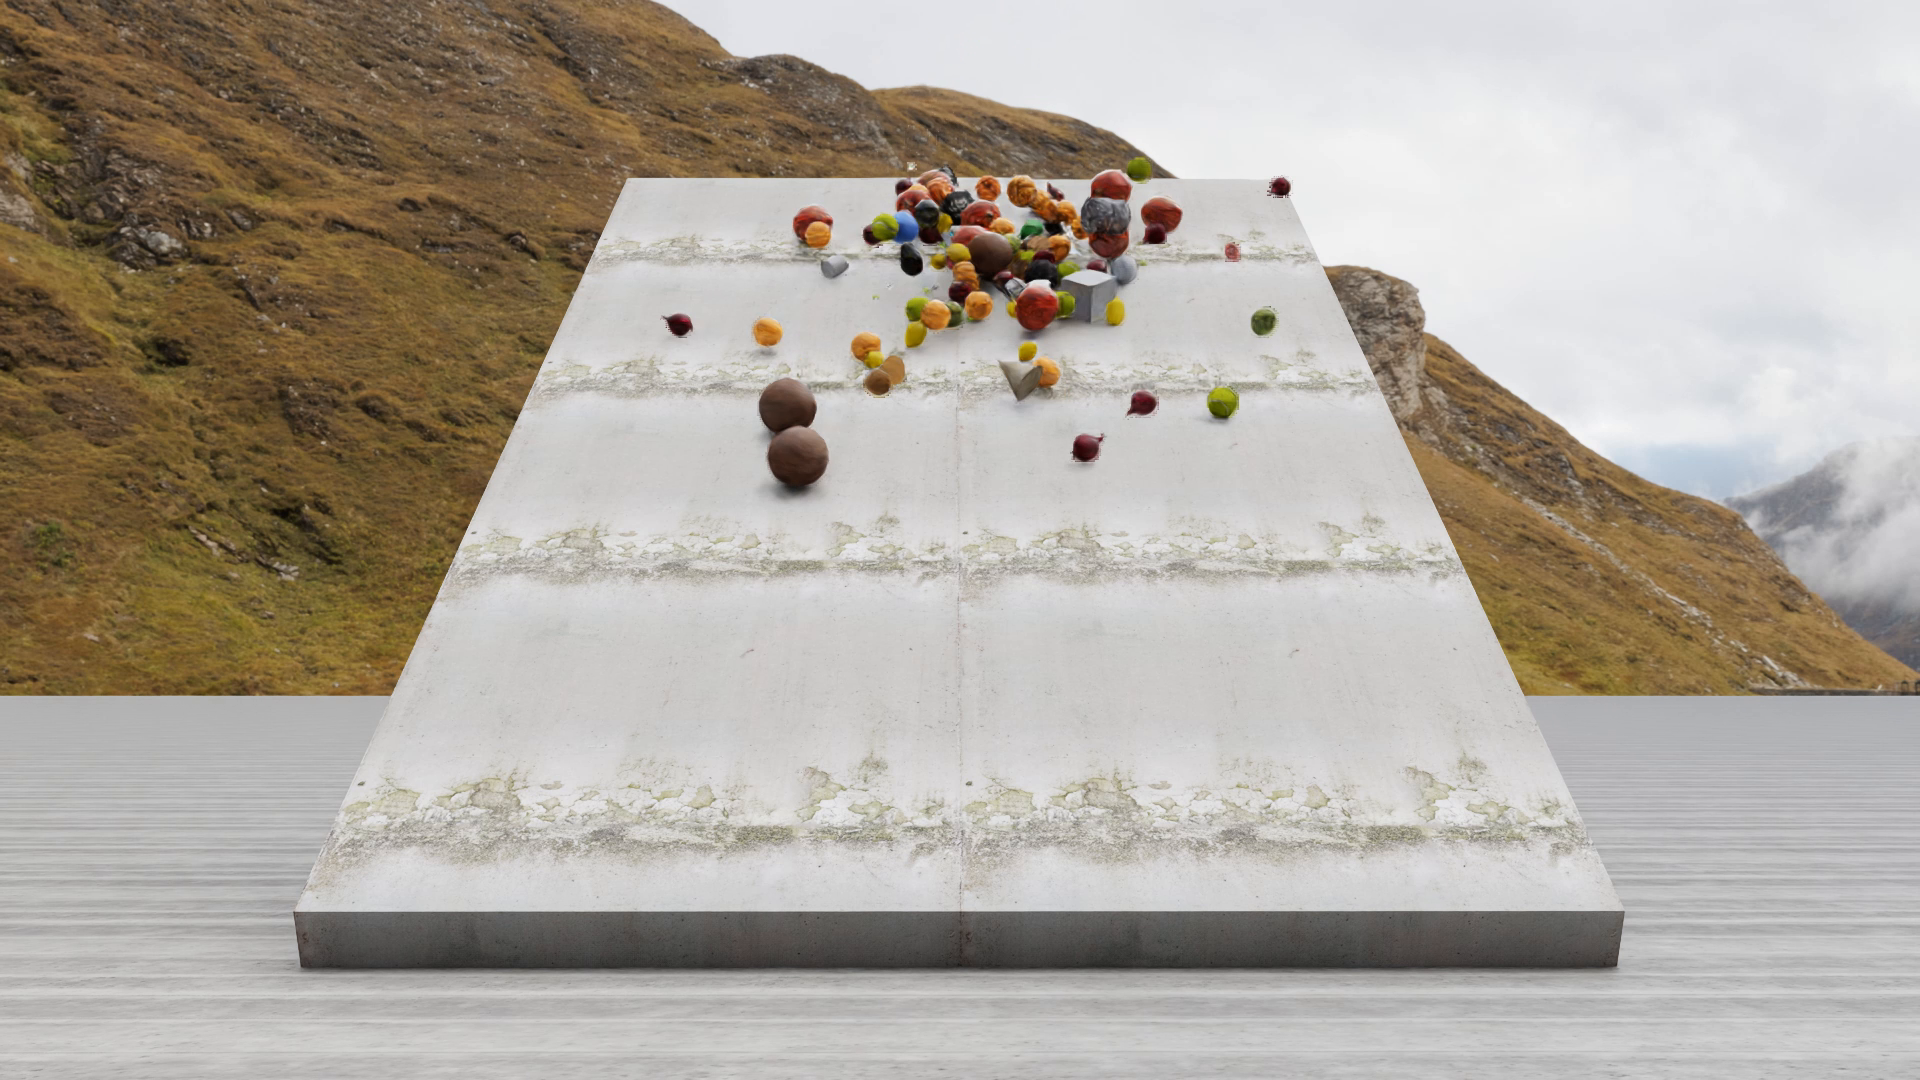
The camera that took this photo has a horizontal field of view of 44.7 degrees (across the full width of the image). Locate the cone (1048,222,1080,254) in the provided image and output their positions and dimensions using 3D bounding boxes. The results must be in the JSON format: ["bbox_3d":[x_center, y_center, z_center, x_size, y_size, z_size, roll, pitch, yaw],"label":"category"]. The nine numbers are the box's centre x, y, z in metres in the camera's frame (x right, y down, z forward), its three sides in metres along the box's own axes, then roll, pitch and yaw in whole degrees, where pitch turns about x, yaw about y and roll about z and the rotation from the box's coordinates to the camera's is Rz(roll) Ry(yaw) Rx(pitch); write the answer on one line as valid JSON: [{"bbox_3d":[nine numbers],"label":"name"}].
[{"bbox_3d":[0.296,-0.815,6.453,0.094,0.094,0.094,37,0,7],"label":"cone"}]

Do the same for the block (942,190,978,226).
[{"bbox_3d":[-0.001,-0.939,6.611,0.066,0.066,0.066,-14,-35,-30],"label":"block"}]

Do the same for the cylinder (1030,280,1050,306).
[{"bbox_3d":[0.207,-0.640,6.049,0.054,0.054,0.054,-2,30,1],"label":"cylinder"}]

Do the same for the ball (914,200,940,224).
[{"bbox_3d":[-0.086,-0.851,6.057,0.066,0.066,0.066,0,-4,0],"label":"ball"}]

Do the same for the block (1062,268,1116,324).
[{"bbox_3d":[0.329,-0.625,5.970,0.099,0.099,0.099,20,33,37],"label":"block"}]

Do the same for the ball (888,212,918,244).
[{"bbox_3d":[-0.155,-0.848,6.345,0.085,0.085,0.085,0,-4,0],"label":"ball"}]

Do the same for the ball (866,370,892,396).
[{"bbox_3d":[-0.187,-0.360,5.331,0.059,0.059,0.059,0,-4,0],"label":"ball"}]

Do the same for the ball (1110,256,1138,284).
[{"bbox_3d":[0.437,-0.719,6.212,0.073,0.073,0.073,0,-4,0],"label":"ball"}]

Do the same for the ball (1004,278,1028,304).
[{"bbox_3d":[0.146,-0.648,6.064,0.065,0.065,0.065,0,-4,0],"label":"ball"}]

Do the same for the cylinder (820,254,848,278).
[{"bbox_3d":[-0.336,-0.733,6.256,0.053,0.053,0.053,-32,18,-38],"label":"cylinder"}]

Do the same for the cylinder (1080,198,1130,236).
[{"bbox_3d":[0.388,-0.863,6.226,0.096,0.096,0.096,-2,-2,-33],"label":"cylinder"}]

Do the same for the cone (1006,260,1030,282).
[{"bbox_3d":[0.158,-0.703,6.214,0.079,0.079,0.079,0,1,-3],"label":"cone"}]

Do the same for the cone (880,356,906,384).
[{"bbox_3d":[-0.176,-0.401,5.549,0.068,0.068,0.068,3,-1,-35],"label":"cone"}]

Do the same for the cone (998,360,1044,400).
[{"bbox_3d":[0.124,-0.391,5.418,0.098,0.098,0.098,37,10,19],"label":"cone"}]

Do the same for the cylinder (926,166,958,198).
[{"bbox_3d":[-0.052,-1.068,6.942,0.072,0.072,0.072,-26,-3,-2],"label":"cylinder"}]

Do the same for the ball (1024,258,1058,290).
[{"bbox_3d":[0.214,-0.694,6.133,0.090,0.090,0.090,0,-4,0],"label":"ball"}]

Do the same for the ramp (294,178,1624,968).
[{"bbox_3d":[-0.009,-0.229,5.345,2.000,0.100,4.000,0,25,0],"label":"ramp"}]

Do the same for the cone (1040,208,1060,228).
[{"bbox_3d":[0.258,-0.911,6.687,0.057,0.057,0.057,1,-39,1],"label":"cone"}]

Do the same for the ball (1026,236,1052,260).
[{"bbox_3d":[0.214,-0.790,6.329,0.069,0.069,0.069,0,-4,0],"label":"ball"}]

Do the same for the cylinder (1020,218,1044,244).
[{"bbox_3d":[0.201,-0.866,6.552,0.056,0.056,0.056,-1,25,15],"label":"cylinder"}]
